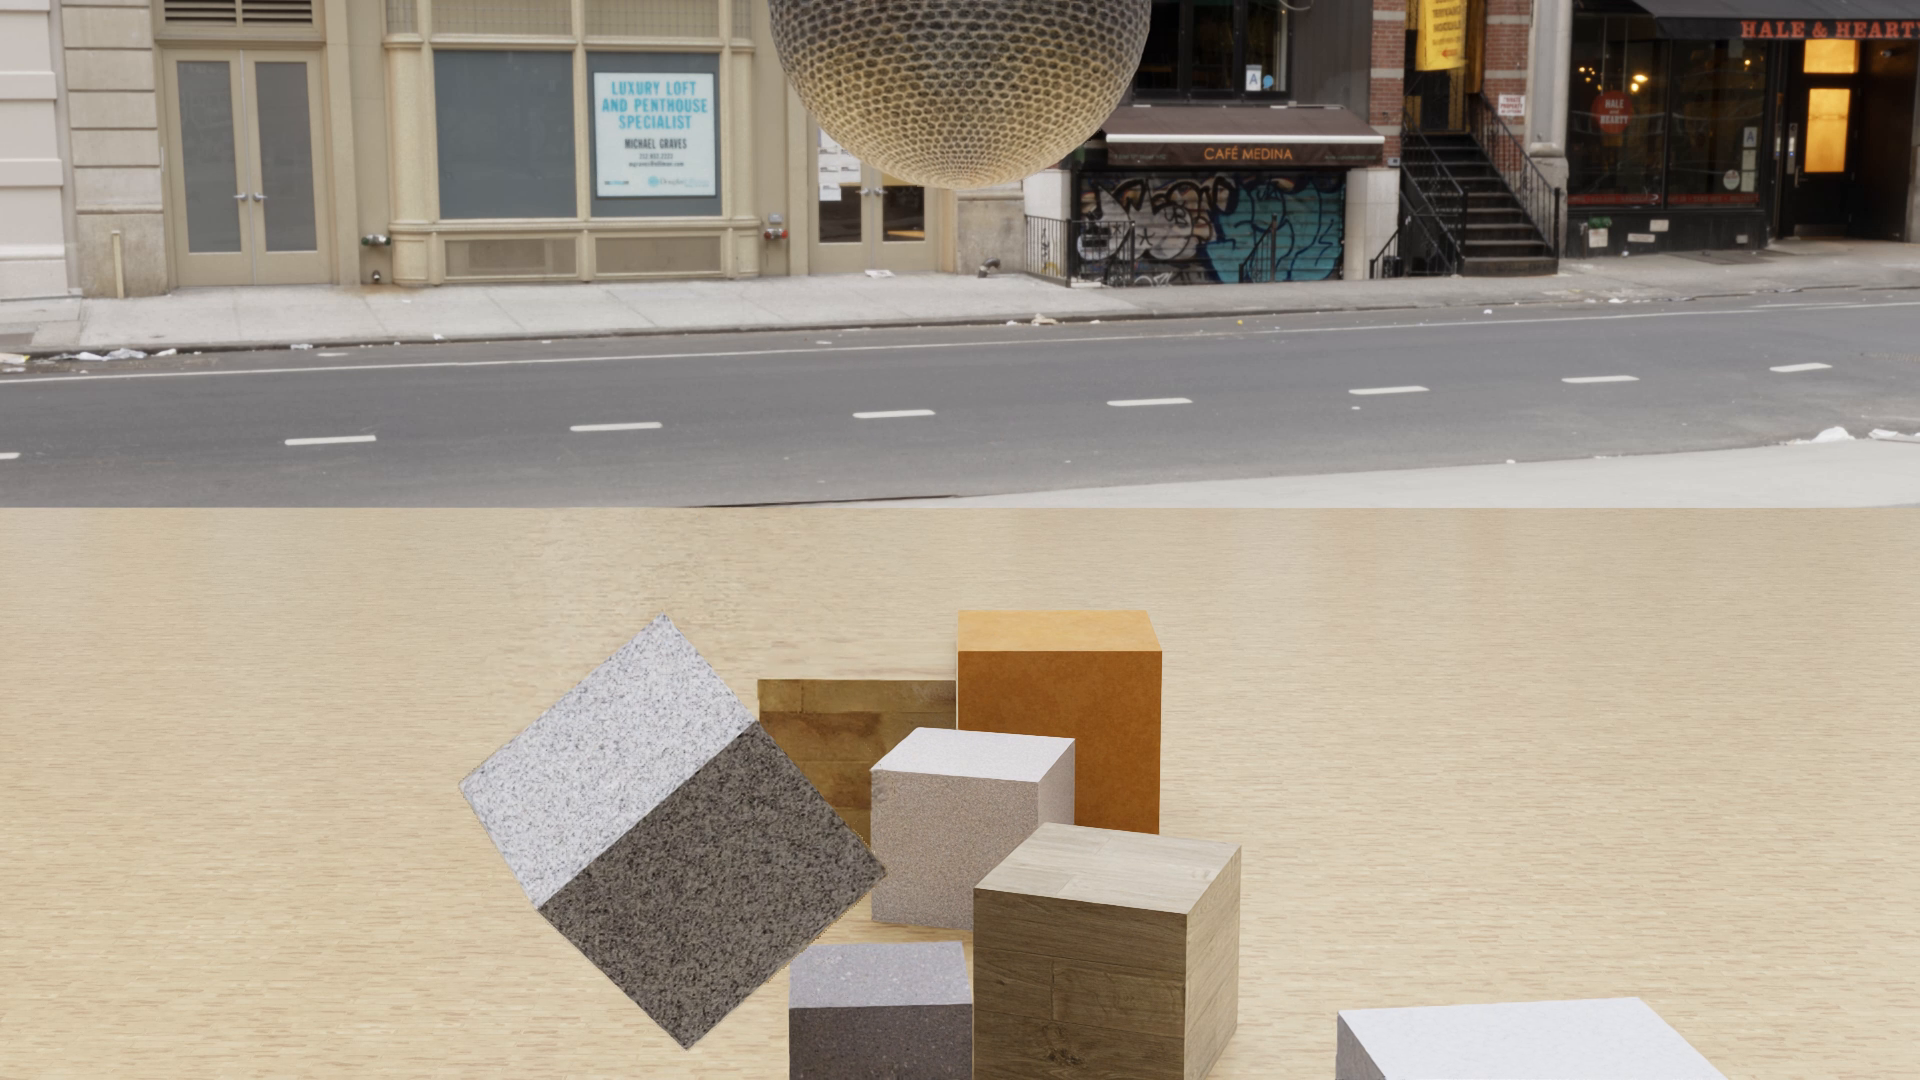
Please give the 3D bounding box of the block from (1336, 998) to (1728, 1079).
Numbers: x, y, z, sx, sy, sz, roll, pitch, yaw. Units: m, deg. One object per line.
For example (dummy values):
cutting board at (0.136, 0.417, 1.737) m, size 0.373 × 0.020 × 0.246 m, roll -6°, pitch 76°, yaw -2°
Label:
block at (1.681, 1.952, 6.332) m, size 0.955 × 0.893 × 1.015 m, roll -1°, pitch 10°, yaw -6°

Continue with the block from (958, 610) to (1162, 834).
block at (0.492, 0.967, 11.363) m, size 1.003 × 1.031 × 0.951 m, roll 0°, pitch 10°, yaw 0°

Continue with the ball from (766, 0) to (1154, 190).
ball at (0.000, -2.265, 9.121) m, size 1.600 × 1.600 × 1.600 m, roll 0°, pitch 10°, yaw 0°

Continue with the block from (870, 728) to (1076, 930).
block at (0.071, 1.337, 10.207) m, size 0.776 × 0.717 × 0.744 m, roll 3°, pitch 11°, yaw 15°

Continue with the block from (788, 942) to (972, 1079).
block at (-0.279, 1.825, 7.597) m, size 0.608 × 0.691 × 0.575 m, roll -1°, pitch 10°, yaw -4°

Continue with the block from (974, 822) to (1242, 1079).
block at (0.580, 1.623, 8.485) m, size 0.815 × 0.770 × 0.851 m, roll 4°, pitch 11°, yaw 20°

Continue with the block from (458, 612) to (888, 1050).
block at (-0.863, 0.874, 6.648) m, size 0.800 × 0.792 × 0.691 m, roll -41°, pitch 39°, yaw -7°

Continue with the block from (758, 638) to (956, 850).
block at (-0.507, 1.044, 11.350) m, size 0.974 × 0.885 × 0.916 m, roll 0°, pitch 10°, yaw 0°
